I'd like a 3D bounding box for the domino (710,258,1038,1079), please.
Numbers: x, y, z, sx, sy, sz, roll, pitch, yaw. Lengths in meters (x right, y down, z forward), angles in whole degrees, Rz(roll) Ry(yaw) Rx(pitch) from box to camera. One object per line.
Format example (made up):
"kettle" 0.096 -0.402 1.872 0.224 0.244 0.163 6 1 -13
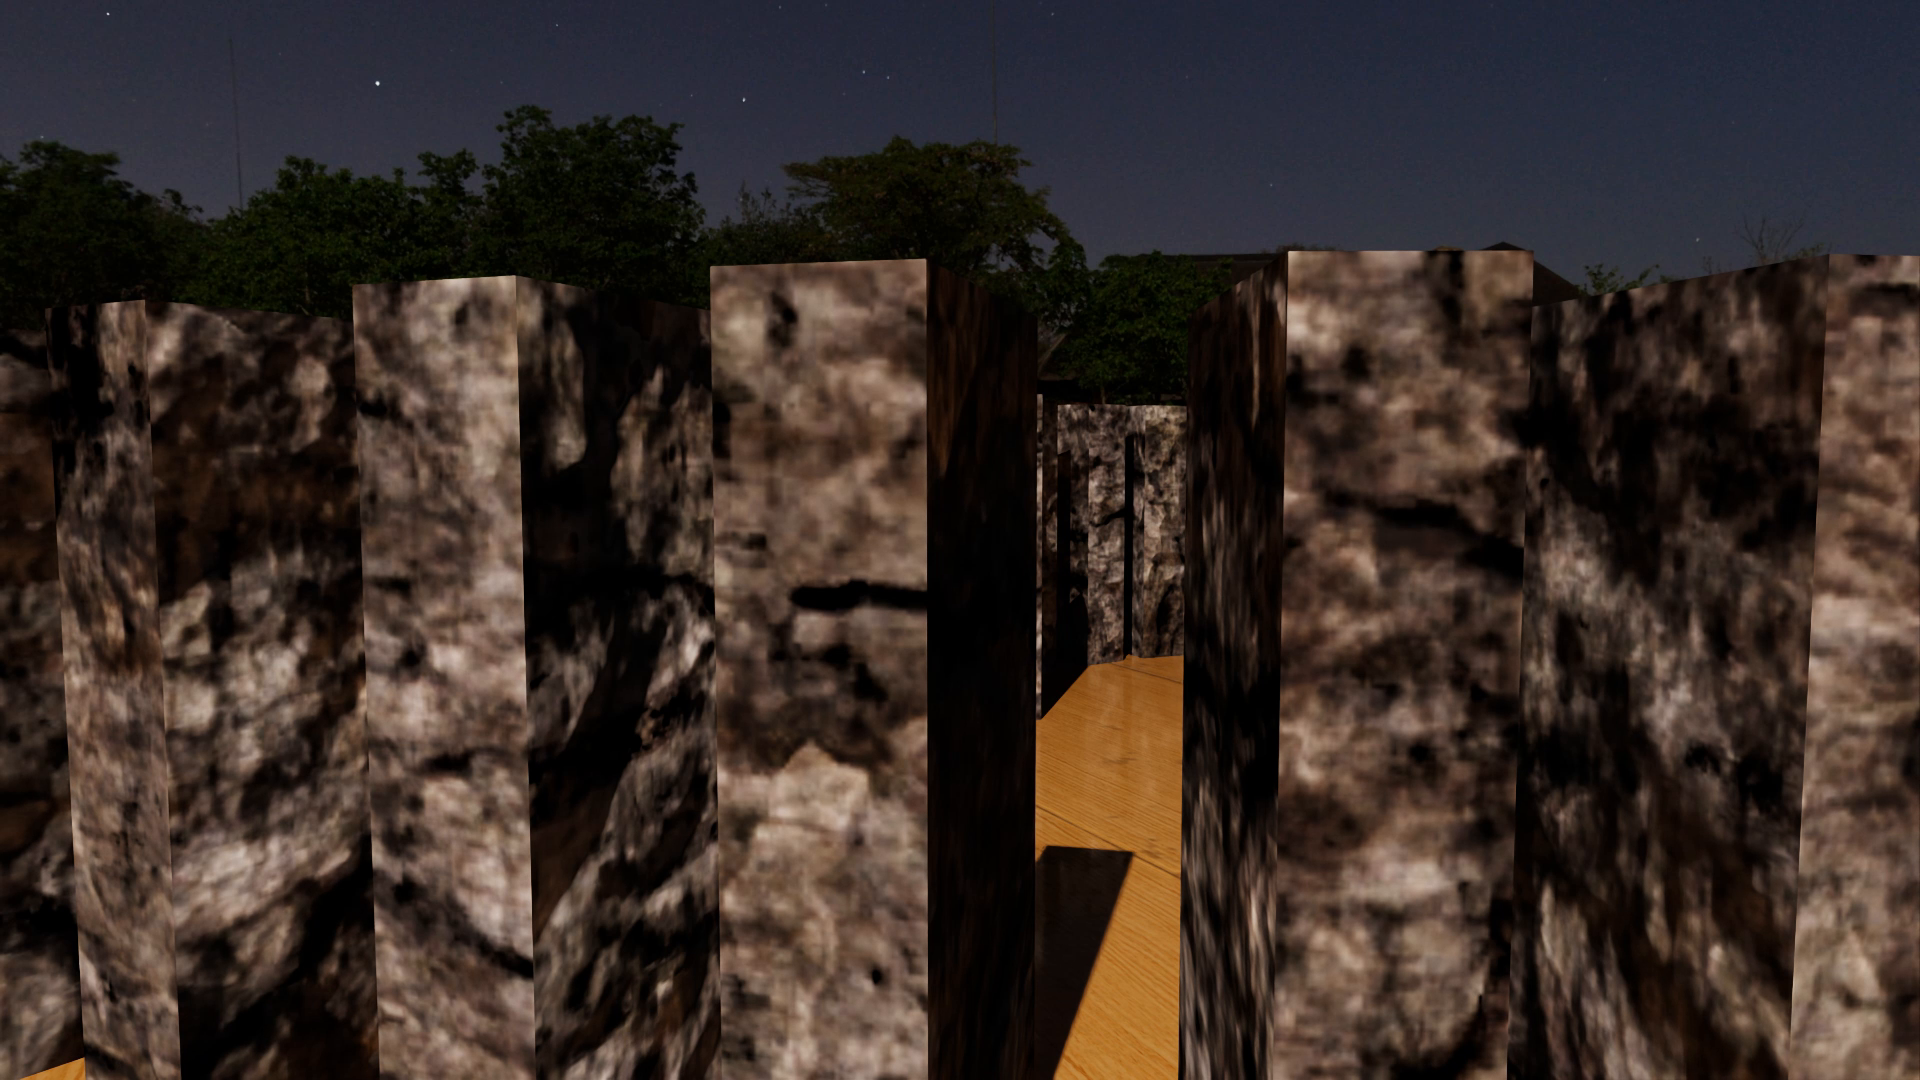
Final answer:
"domino" -0.003 0.013 0.067 0.009 0.050 0.025 1 4 14

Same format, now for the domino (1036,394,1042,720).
"domino" 0.000 0.002 0.201 0.025 0.050 0.009 0 4 0

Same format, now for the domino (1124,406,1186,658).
"domino" 0.036 -0.002 0.266 0.009 0.050 0.025 -2 5 -24

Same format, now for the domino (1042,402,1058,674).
"domino" 0.005 -0.001 0.242 0.025 0.050 0.009 3 5 37

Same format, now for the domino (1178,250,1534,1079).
"domino" 0.018 0.013 0.064 0.009 0.050 0.025 0 4 1

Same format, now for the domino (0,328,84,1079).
"domino" -0.061 0.010 0.095 0.010 0.050 0.025 3 5 36

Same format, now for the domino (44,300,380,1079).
"domino" -0.041 0.011 0.082 0.009 0.050 0.025 2 5 28

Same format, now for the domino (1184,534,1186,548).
"domino" 0.065 -0.005 0.390 0.050 0.009 0.025 32 3 2

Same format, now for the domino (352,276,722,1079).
"domino" -0.020 0.012 0.072 0.009 0.050 0.025 2 5 21

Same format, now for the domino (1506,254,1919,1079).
"domino" 0.037 0.013 0.066 0.010 0.050 0.025 -1 4 -9

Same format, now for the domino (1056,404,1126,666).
"domino" 0.021 -0.002 0.257 0.009 0.050 0.025 -3 5 -37
